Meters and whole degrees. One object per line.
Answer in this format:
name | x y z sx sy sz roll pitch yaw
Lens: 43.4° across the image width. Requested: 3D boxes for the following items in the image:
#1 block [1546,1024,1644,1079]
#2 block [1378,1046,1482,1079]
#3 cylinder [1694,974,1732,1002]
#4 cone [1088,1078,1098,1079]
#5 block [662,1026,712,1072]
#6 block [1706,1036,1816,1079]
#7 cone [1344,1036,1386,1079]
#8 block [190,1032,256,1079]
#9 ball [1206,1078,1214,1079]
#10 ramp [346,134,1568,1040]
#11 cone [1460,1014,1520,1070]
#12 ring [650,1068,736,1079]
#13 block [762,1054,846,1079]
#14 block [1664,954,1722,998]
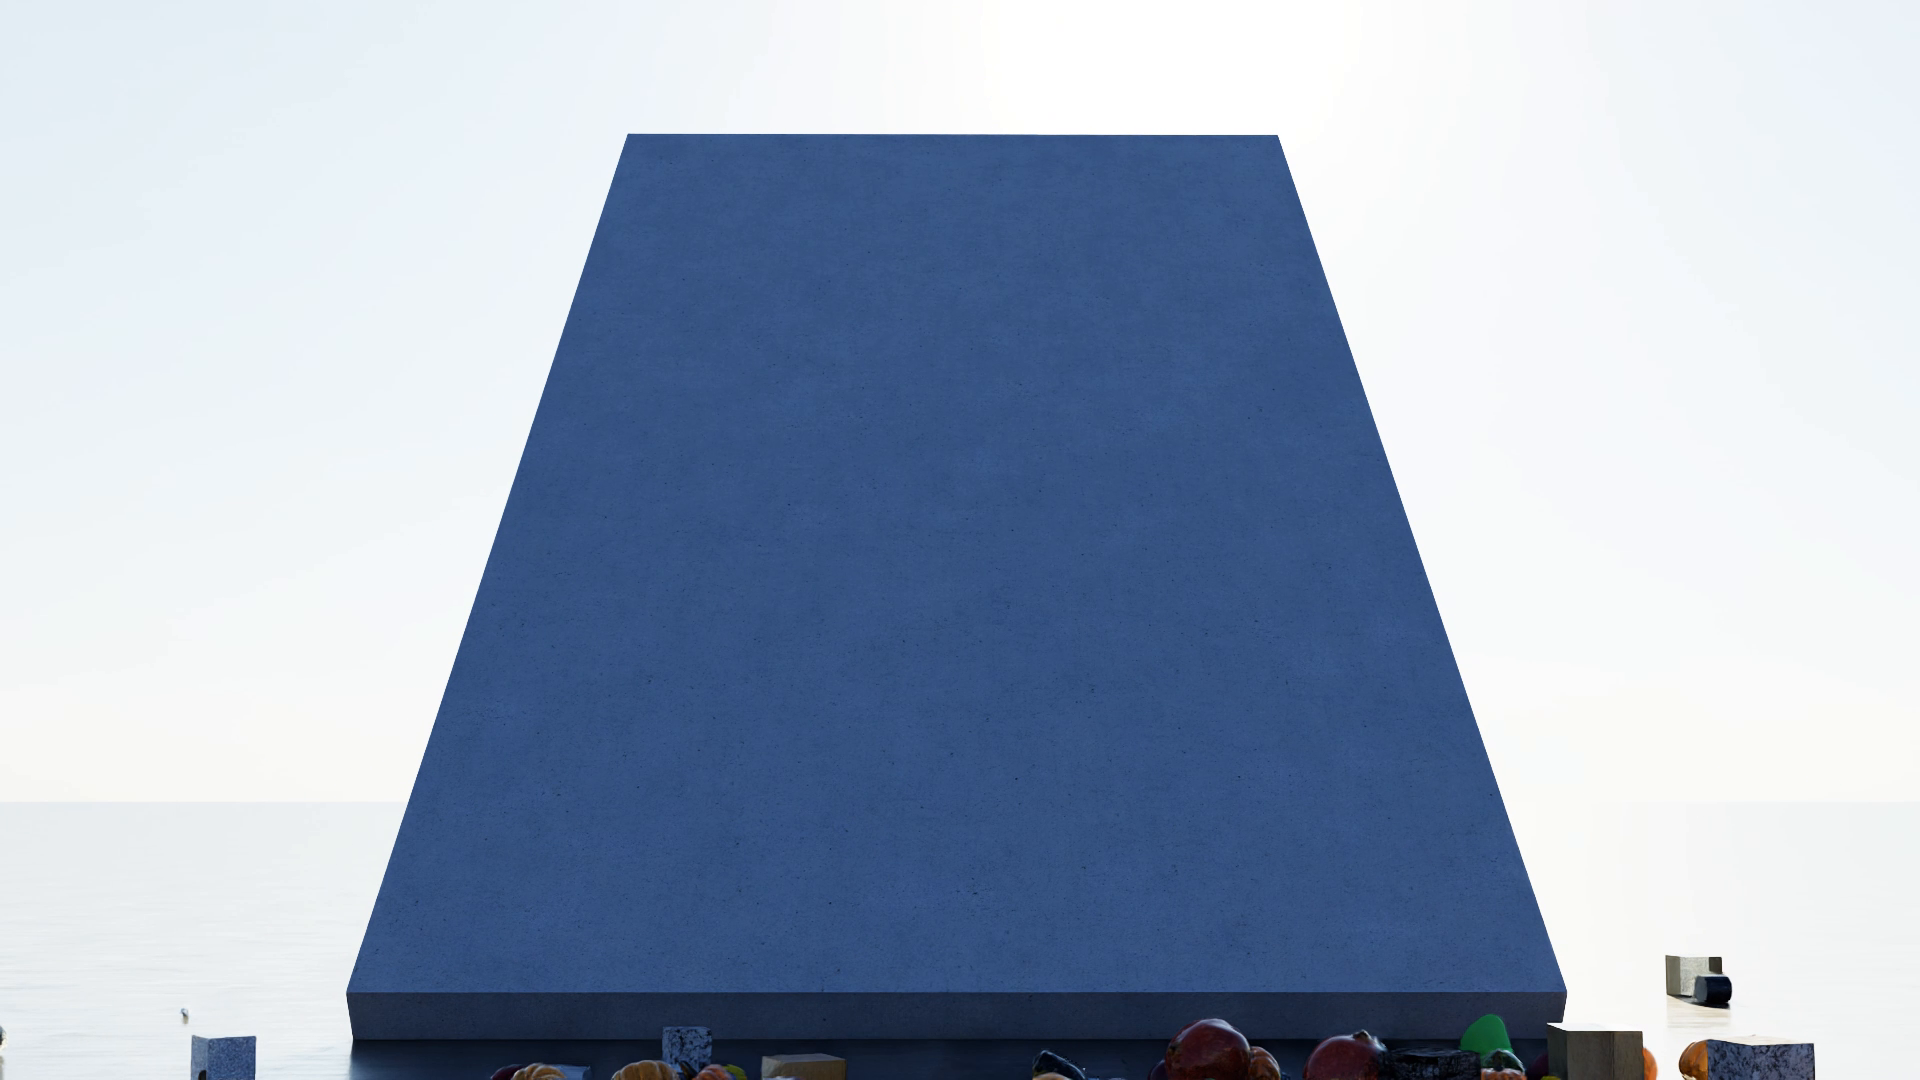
block | 0.833 0.689 3.164 0.099 0.099 0.099 0 -6 -1
block | 0.575 0.671 2.951 0.089 0.089 0.089 6 -8 -44
cylinder | 1.470 0.875 4.709 0.053 0.053 0.053 1 -6 -11
cone | 0.180 0.706 3.007 0.054 0.054 0.054 32 -22 -27
block | -0.363 0.676 3.207 0.055 0.055 0.055 4 -8 -19
block | 1.014 0.680 3.052 0.093 0.093 0.093 2 -6 -18
cone | 0.536 0.725 3.232 0.090 0.090 0.090 -29 -13 12
block | -1.028 0.726 3.369 0.069 0.069 0.069 4 -7 -36
ball | 0.278 0.641 2.669 0.089 0.089 0.089 0 -6 0
ramp | -0.013 -0.211 5.707 2.000 0.100 4.000 0 30 0
cone | 0.800 0.763 3.573 0.085 0.085 0.085 4 20 -33
ring | -0.352 0.721 3.183 0.120 0.040 0.120 1 -6 0
block | -0.192 0.677 2.964 0.080 0.080 0.080 3 -7 -25
block | 1.479 0.878 4.864 0.080 0.080 0.080 2 -6 -16
